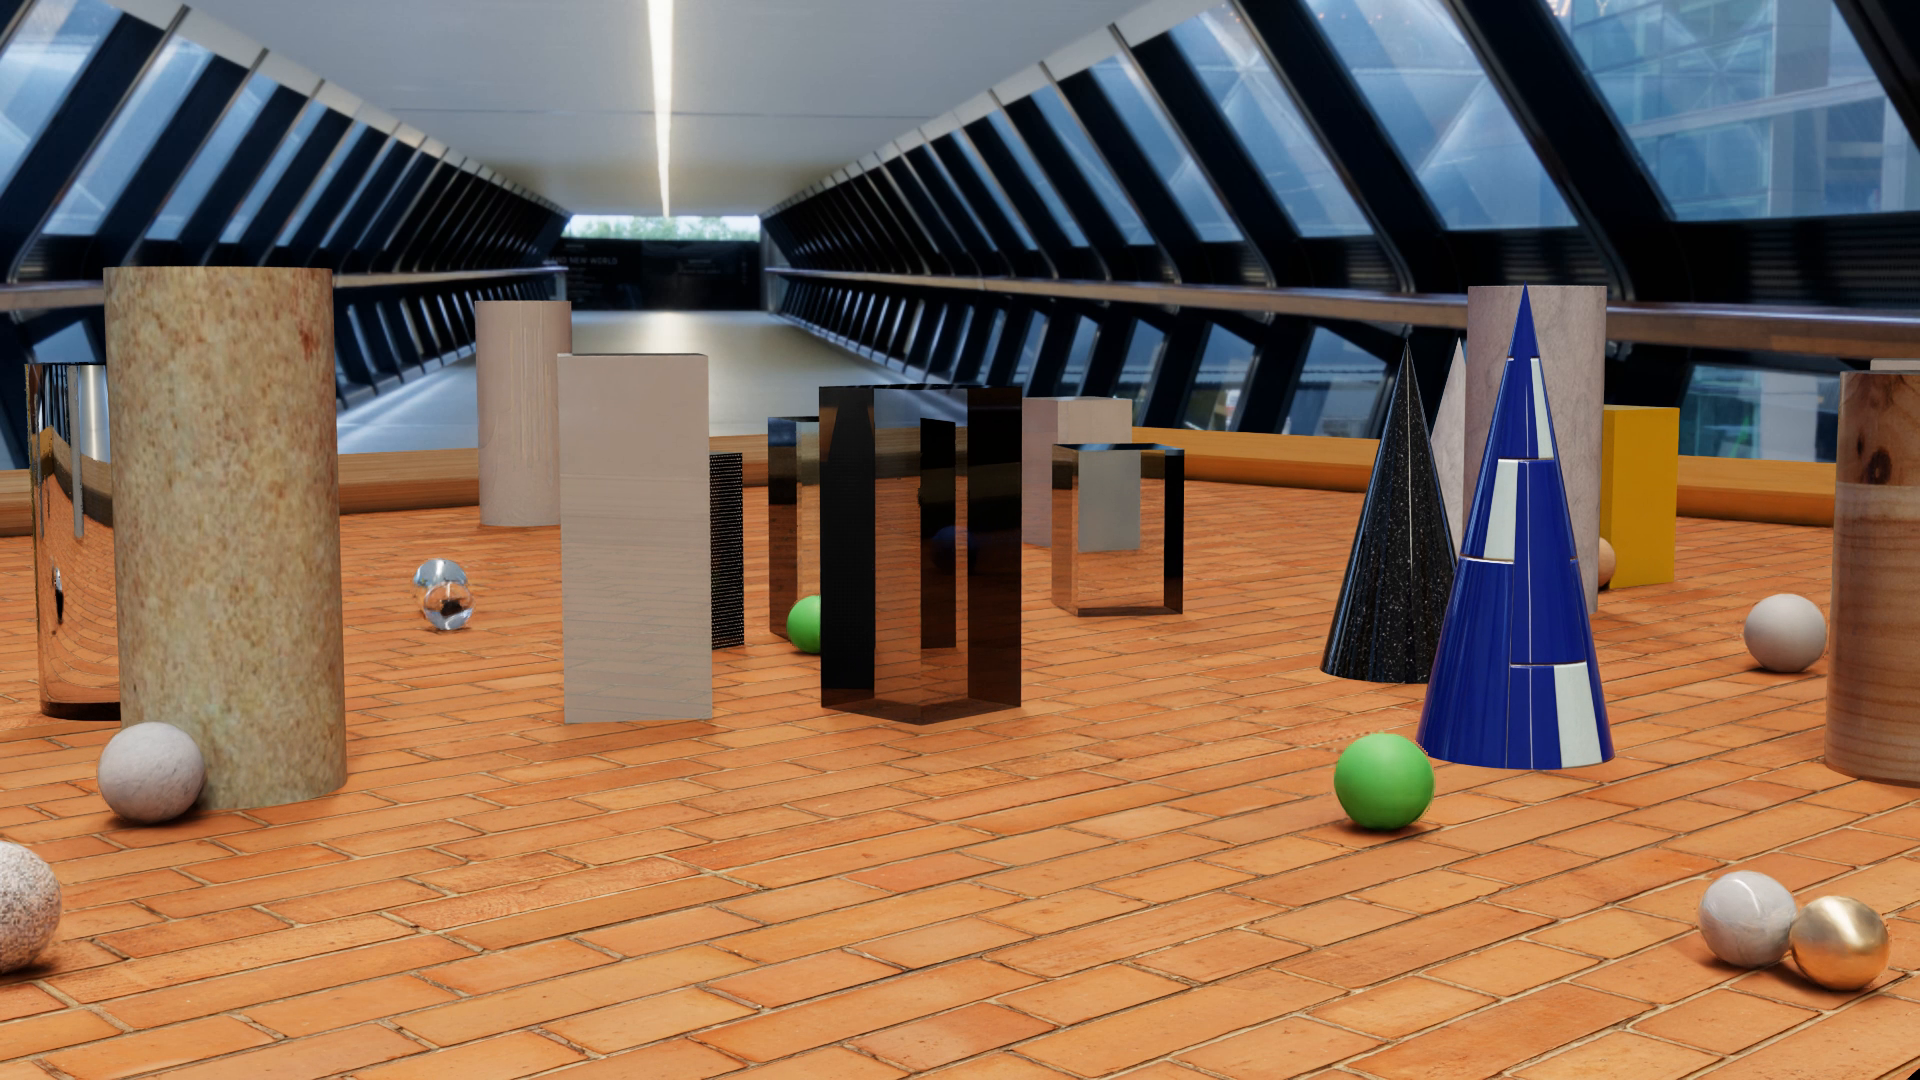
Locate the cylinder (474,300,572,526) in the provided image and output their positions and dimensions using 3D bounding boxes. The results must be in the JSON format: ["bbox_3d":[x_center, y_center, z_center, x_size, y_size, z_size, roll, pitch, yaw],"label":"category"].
[{"bbox_3d":[-0.916,-0.270,4.636,0.200,0.466,0.200,0,6,0],"label":"cylinder"}]

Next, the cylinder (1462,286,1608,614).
[{"bbox_3d":[0.855,-0.136,3.282,0.200,0.481,0.200,0,6,0],"label":"cylinder"}]

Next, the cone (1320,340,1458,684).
[{"bbox_3d":[0.548,-0.043,2.714,0.200,0.412,0.200,0,6,0],"label":"cone"}]

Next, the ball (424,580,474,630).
[{"bbox_3d":[-0.716,0.092,3.079,0.069,0.069,0.069,0,6,0],"label":"ball"}]

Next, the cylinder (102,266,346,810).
[{"bbox_3d":[-0.679,-0.009,2.042,0.200,0.483,0.200,0,6,0],"label":"cylinder"}]

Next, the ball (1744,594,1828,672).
[{"bbox_3d":[1.022,0.115,2.720,0.097,0.097,0.097,0,6,0],"label":"ball"}]

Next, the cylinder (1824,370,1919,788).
[{"bbox_3d":[0.948,0.032,2.121,0.200,0.386,0.200,0,6,0],"label":"cylinder"}]

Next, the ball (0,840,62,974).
[{"bbox_3d":[-0.652,0.247,1.478,0.090,0.090,0.090,0,6,0],"label":"ball"}]

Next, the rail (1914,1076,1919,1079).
[{"bbox_3d":[1.367,0.187,1.858,4.327,0.130,0.045,-5,8,-42],"label":"rail"}]

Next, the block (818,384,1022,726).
[{"bbox_3d":[-0.044,0.009,2.462,0.160,0.361,0.160,6,8,44],"label":"block"}]

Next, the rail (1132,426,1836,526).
[{"bbox_3d":[1.573,-0.116,4.775,0.045,0.130,4.079,-5,8,-42],"label":"rail"}]

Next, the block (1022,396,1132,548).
[{"bbox_3d":[0.219,-0.132,4.213,0.160,0.278,0.160,-3,7,-26],"label":"block"}]

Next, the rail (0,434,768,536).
[{"bbox_3d":[-1.367,-0.120,4.805,4.327,0.130,0.045,-5,8,-42],"label":"rail"}]

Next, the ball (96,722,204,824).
[{"bbox_3d":[-0.705,0.203,1.917,0.088,0.088,0.088,0,6,0],"label":"ball"}]

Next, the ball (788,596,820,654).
[{"bbox_3d":[-0.187,0.110,2.866,0.076,0.076,0.076,0,6,0],"label":"ball"}]

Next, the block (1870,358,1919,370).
[{"bbox_3d":[1.186,-0.025,2.671,0.160,0.386,0.160,3,6,24],"label":"block"}]

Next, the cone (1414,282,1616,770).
[{"bbox_3d":[0.564,-0.023,2.216,0.200,0.476,0.200,0,6,0],"label":"cone"}]

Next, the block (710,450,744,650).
[{"bbox_3d":[-0.401,0.014,2.919,0.160,0.258,0.160,5,8,39],"label":"block"}]

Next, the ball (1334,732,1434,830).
[{"bbox_3d":[0.364,0.208,1.892,0.084,0.084,0.084,0,6,0],"label":"ball"}]

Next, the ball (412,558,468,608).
[{"bbox_3d":[-0.769,0.068,3.251,0.081,0.081,0.081,0,6,0],"label":"ball"}]

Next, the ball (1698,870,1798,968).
[{"bbox_3d":[0.537,0.258,1.498,0.065,0.065,0.065,0,6,0],"label":"ball"}]

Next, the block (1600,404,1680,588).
[{"bbox_3d":[1.067,-0.076,3.636,0.160,0.287,0.160,-4,7,-34],"label":"block"}]

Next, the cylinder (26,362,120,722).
[{"bbox_3d":[-0.935,-0.005,2.474,0.200,0.387,0.200,0,6,0],"label":"cylinder"}]

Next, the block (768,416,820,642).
[{"bbox_3d":[-0.162,-0.016,3.005,0.160,0.299,0.160,-2,6,-21],"label":"block"}]

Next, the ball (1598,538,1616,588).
[{"bbox_3d":[1.003,0.035,3.519,0.091,0.091,0.091,0,6,0],"label":"ball"}]

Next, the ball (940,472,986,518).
[{"bbox_3d":[0.007,-0.100,4.768,0.100,0.100,0.100,0,6,0],"label":"ball"}]

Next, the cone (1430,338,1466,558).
[{"bbox_3d":[0.904,-0.170,4.005,0.200,0.398,0.200,0,6,0],"label":"cone"}]

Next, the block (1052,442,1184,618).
[{"bbox_3d":[0.234,-0.018,3.288,0.160,0.244,0.160,-1,6,-11],"label":"block"}]

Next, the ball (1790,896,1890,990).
[{"bbox_3d":[0.579,0.265,1.447,0.062,0.062,0.062,0,6,0],"label":"ball"}]

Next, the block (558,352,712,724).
[{"bbox_3d":[-0.364,-0.008,2.455,0.160,0.397,0.160,-1,6,-10],"label":"block"}]
